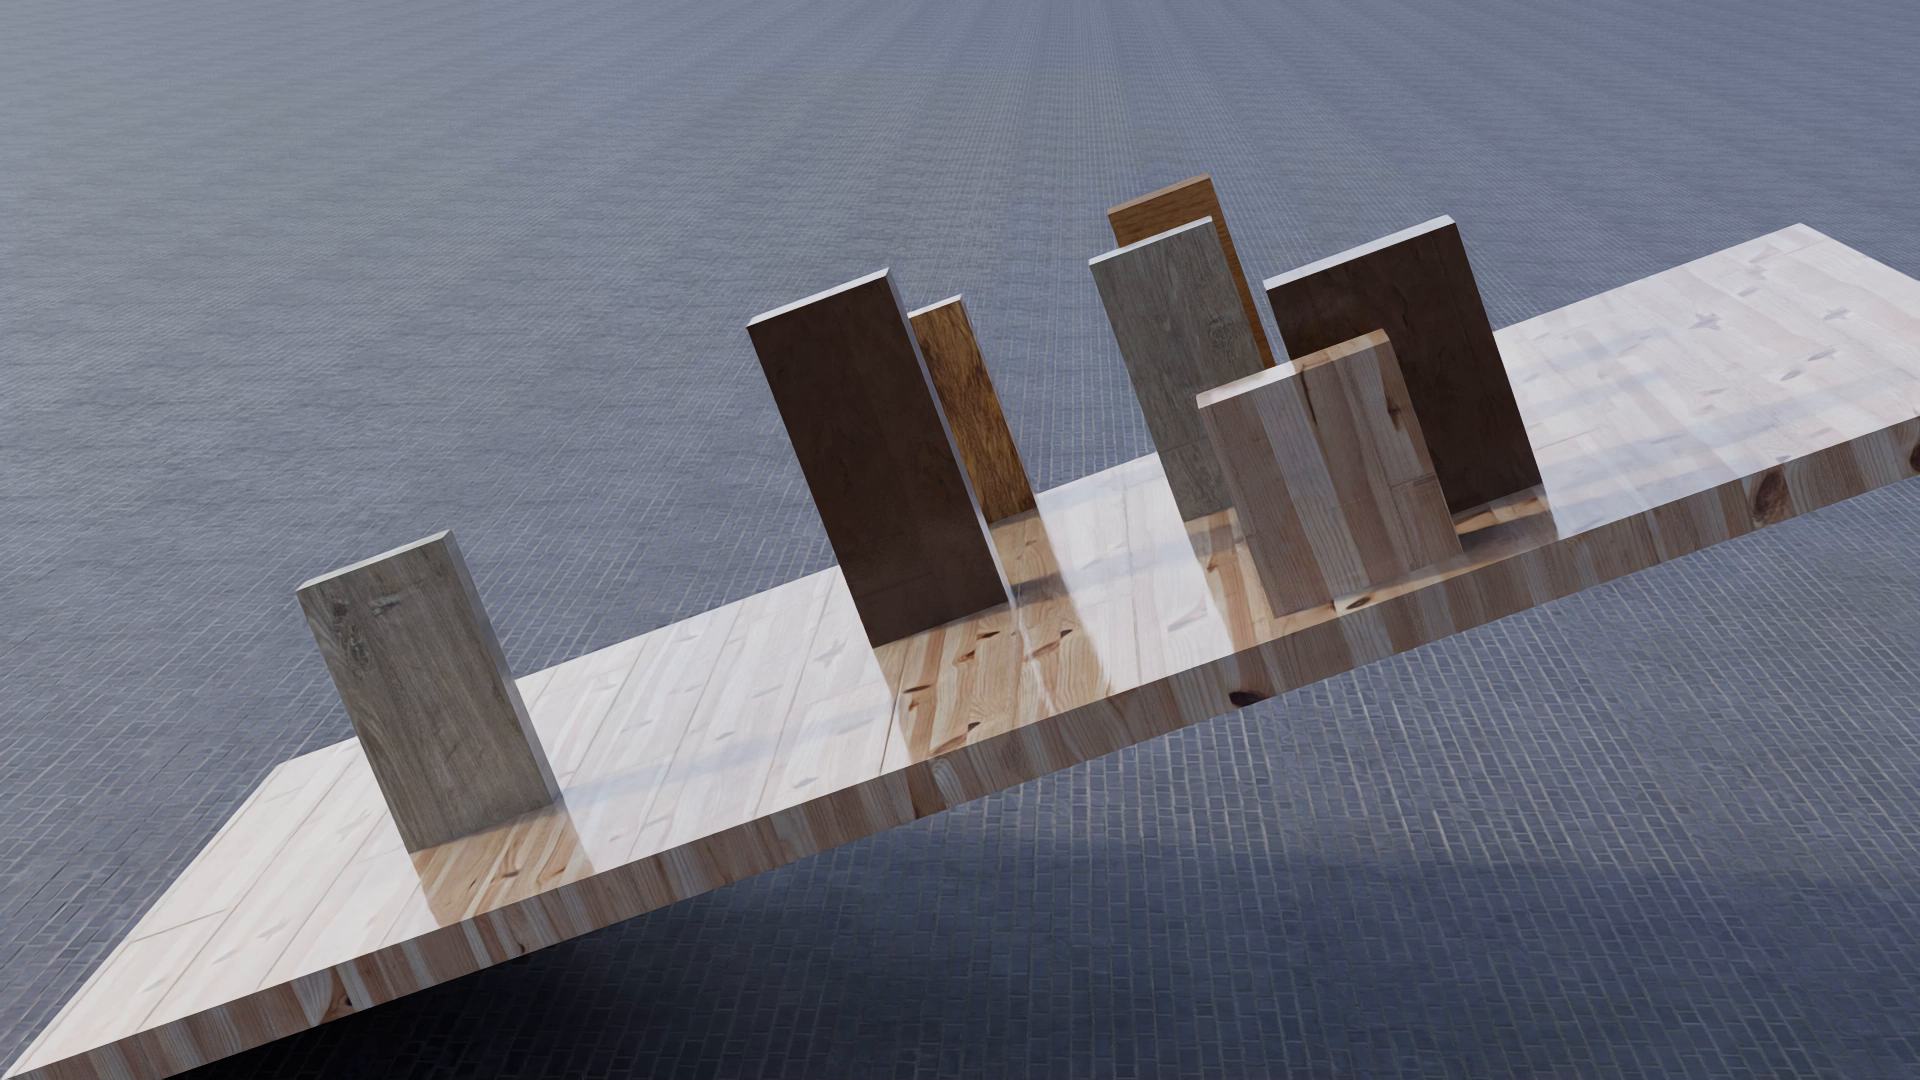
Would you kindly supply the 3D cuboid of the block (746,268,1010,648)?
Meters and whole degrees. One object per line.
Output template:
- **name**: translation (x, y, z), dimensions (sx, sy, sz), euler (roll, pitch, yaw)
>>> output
- **block**: translation (-0.169, -0.174, 6.290), dimensions (0.312, 0.743, 0.135), euler (-20, 11, 6)

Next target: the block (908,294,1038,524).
- **block**: translation (-0.096, -0.270, 7.128), dimensions (0.408, 0.537, 0.101), euler (-20, 11, 6)

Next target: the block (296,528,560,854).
- **block**: translation (-1.088, 0.313, 6.036), dimensions (0.325, 0.595, 0.086), euler (-20, 11, 6)

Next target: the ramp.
- **ramp**: translation (0.116, 0.176, 6.297), dimensions (4.000, 0.100, 2.000), euler (-20, 11, 6)

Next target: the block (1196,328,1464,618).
- **block**: translation (0.675, -0.122, 5.388), dimensions (0.363, 0.416, 0.141), euler (-20, 11, 6)

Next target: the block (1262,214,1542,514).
- **block**: translation (0.847, -0.304, 5.638), dimensions (0.373, 0.530, 0.127), euler (-20, 11, 6)

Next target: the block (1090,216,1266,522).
- **block**: translation (0.512, -0.368, 6.356), dimensions (0.278, 0.598, 0.098), euler (-20, 11, 6)

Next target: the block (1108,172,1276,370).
- **block**: translation (0.561, -0.492, 6.730), dimensions (0.243, 0.642, 0.126), euler (-20, 11, 6)
